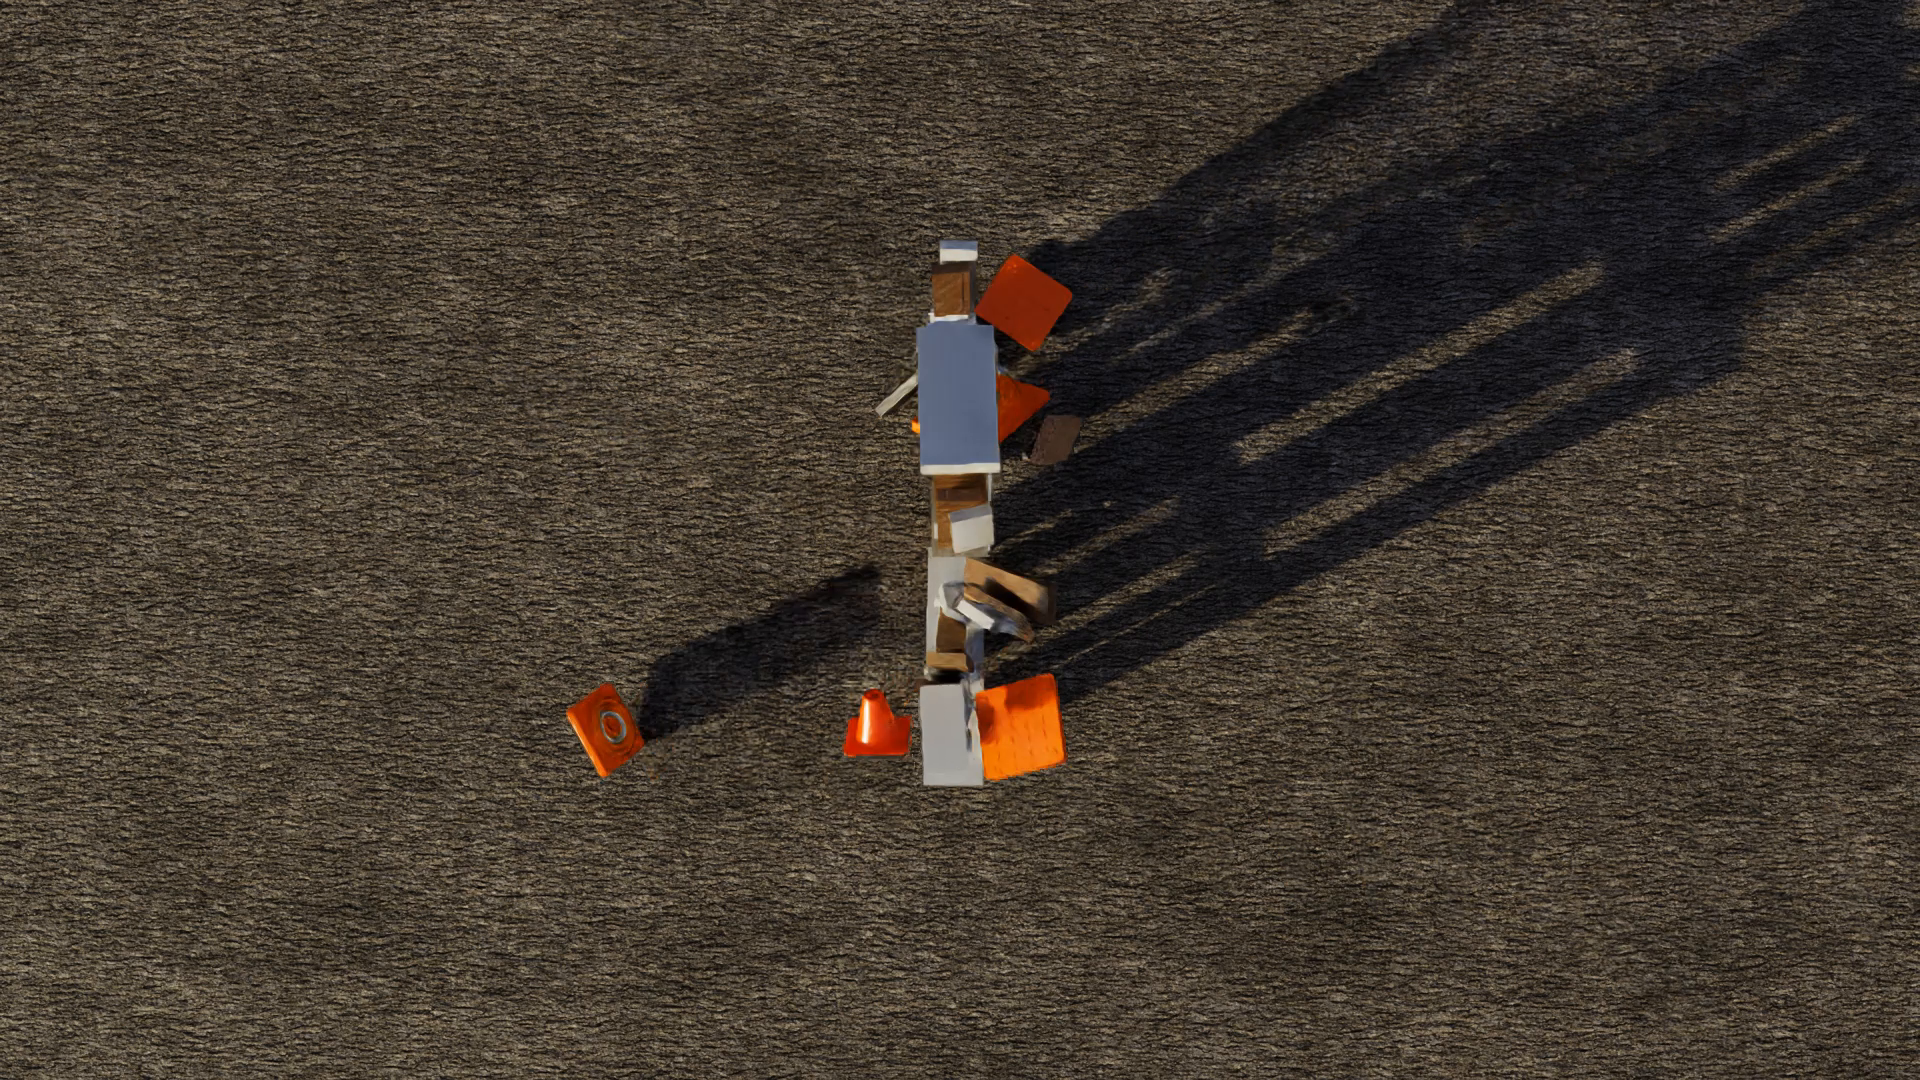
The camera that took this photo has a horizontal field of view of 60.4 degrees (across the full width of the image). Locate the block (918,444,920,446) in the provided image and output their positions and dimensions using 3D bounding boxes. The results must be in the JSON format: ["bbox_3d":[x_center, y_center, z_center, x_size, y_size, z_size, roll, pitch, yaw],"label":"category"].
[{"bbox_3d":[-0.003,-0.197,3.901,0.176,0.353,0.050,-3,90,0],"label":"block"}]

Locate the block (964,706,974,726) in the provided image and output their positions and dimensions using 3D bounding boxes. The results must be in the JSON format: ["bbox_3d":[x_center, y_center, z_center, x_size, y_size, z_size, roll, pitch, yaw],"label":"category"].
[{"bbox_3d":[-0.031,0.523,4.523,0.088,0.025,0.175,20,51,1],"label":"block"}]

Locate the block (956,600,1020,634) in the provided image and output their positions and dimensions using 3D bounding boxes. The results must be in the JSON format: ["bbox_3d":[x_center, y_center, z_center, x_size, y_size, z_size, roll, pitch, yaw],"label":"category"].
[{"bbox_3d":[0.072,0.192,4.101,0.099,0.198,0.028,33,96,21],"label":"block"}]

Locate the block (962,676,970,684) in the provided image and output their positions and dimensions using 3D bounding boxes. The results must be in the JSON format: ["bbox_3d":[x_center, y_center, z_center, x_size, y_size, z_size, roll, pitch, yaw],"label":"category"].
[{"bbox_3d":[-0.020,0.421,4.708,0.091,0.182,0.026,-8,93,1],"label":"block"}]

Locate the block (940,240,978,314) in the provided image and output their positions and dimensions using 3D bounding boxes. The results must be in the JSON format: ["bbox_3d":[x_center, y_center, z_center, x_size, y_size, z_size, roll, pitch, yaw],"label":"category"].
[{"bbox_3d":[-0.008,-0.794,5.259,0.115,0.513,0.033,2,66,0],"label":"block"}]

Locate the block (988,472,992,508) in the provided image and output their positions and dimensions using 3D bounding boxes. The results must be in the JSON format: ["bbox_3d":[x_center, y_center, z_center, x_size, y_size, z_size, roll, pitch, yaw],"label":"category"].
[{"bbox_3d":[0.006,-0.135,4.735,0.166,0.047,0.332,0,90,0],"label":"block"}]

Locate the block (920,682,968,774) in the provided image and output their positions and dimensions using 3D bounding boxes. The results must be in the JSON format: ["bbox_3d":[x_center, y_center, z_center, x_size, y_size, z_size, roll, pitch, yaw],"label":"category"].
[{"bbox_3d":[-0.042,0.478,4.195,0.110,0.031,0.221,-4,90,1],"label":"block"}]

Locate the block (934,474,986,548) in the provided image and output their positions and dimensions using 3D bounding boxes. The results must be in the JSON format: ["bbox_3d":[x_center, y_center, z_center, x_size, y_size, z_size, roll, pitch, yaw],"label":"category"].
[{"bbox_3d":[0.002,-0.110,4.095,0.126,0.036,0.252,-4,90,0],"label":"block"}]

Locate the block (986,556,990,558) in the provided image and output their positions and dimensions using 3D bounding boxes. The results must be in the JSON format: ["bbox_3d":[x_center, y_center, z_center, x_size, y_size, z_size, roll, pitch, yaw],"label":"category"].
[{"bbox_3d":[0.002,-0.120,5.116,0.178,0.050,0.356,-1,90,0],"label":"block"}]

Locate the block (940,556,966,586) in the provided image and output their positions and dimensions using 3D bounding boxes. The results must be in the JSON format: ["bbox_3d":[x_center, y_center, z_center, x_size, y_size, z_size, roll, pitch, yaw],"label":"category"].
[{"bbox_3d":[-0.016,0.121,4.709,0.079,0.022,0.158,1,90,1],"label":"block"}]

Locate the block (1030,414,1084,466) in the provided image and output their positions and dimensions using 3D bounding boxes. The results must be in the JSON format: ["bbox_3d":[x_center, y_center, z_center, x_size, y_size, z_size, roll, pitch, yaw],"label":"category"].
[{"bbox_3d":[0.296,-0.309,5.026,0.040,0.522,0.141,22,99,10],"label":"block"}]

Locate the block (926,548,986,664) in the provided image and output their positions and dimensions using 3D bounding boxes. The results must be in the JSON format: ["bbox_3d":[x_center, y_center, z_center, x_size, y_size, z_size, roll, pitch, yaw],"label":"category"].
[{"bbox_3d":[-0.011,0.194,4.902,0.172,0.049,0.344,0,90,1],"label":"block"}]

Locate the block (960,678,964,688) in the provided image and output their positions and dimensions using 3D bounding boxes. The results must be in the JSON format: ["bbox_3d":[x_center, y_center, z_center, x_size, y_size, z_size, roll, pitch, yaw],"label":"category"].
[{"bbox_3d":[-0.033,0.459,4.445,0.088,0.025,0.175,0,90,-1],"label":"block"}]

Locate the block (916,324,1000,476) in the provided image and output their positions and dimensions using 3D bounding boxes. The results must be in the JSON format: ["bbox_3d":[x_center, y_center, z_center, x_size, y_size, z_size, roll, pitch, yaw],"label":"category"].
[{"bbox_3d":[-0.005,-0.320,3.739,0.176,0.050,0.353,-2,67,1],"label":"block"}]

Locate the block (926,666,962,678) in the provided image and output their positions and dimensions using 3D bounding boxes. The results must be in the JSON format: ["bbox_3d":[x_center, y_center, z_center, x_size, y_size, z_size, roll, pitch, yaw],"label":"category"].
[{"bbox_3d":[-0.043,0.370,4.575,0.088,0.224,0.025,6,107,8],"label":"block"}]

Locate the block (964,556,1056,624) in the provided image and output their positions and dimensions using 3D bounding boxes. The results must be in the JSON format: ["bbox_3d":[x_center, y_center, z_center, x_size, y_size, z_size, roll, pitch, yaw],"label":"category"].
[{"bbox_3d":[0.129,0.129,4.345,0.028,0.319,0.100,-11,111,-41],"label":"block"}]

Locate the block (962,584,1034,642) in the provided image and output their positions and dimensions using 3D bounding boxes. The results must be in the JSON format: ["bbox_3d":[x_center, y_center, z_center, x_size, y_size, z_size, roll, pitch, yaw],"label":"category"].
[{"bbox_3d":[0.102,0.193,4.341,0.198,0.099,0.028,28,69,34],"label":"block"}]

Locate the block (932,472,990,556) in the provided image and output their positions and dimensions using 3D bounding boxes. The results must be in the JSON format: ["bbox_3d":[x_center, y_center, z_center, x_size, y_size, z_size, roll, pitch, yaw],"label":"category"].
[{"bbox_3d":[0.001,-0.107,4.387,0.151,0.043,0.302,0,90,0],"label":"block"}]

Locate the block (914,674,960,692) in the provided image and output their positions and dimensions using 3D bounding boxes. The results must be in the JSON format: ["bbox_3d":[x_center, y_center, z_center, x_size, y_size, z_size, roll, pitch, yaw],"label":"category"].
[{"bbox_3d":[-0.058,0.378,4.322,0.110,0.221,0.031,5,89,2],"label":"block"}]

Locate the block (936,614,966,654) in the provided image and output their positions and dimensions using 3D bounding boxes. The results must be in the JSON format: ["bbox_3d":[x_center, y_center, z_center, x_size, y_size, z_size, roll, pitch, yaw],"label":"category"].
[{"bbox_3d":[-0.027,0.292,4.697,0.082,0.023,0.164,1,93,3],"label":"block"}]

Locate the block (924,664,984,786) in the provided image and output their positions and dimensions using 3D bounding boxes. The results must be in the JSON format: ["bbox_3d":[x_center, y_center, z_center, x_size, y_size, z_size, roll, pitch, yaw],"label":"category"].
[{"bbox_3d":[-0.019,0.545,4.849,0.176,0.050,0.352,0,100,1],"label":"block"}]

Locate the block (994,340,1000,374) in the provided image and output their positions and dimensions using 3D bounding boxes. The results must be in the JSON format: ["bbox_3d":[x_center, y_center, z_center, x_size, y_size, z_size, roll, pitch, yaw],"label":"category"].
[{"bbox_3d":[0.002,-0.423,4.023,0.176,0.388,0.050,-21,87,0],"label":"block"}]

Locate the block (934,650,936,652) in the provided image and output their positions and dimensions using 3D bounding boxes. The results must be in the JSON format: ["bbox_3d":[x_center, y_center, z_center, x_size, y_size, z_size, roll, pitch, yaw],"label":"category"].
[{"bbox_3d":[-0.037,0.288,4.580,0.055,0.016,0.111,9,84,8],"label":"block"}]

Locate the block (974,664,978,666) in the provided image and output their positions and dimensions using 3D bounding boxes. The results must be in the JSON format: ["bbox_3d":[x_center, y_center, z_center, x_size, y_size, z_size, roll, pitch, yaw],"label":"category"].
[{"bbox_3d":[0.001,0.391,5.392,0.108,0.217,0.031,0,90,0],"label":"block"}]

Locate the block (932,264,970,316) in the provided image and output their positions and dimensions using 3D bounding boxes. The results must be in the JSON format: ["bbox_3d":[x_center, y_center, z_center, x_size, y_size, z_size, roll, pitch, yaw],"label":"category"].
[{"bbox_3d":[-0.027,-0.782,5.164,0.115,0.230,0.033,-4,64,0],"label":"block"}]

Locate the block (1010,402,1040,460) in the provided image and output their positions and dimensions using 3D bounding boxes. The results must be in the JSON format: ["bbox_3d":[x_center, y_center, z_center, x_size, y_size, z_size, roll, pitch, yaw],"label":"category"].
[{"bbox_3d":[0.219,-0.346,5.276,0.082,0.023,0.164,-34,121,-28],"label":"block"}]

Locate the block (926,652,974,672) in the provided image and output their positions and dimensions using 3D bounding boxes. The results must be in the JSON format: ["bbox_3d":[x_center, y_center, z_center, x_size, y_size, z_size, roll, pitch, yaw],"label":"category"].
[{"bbox_3d":[-0.022,0.318,4.280,0.099,0.563,0.028,3,84,3],"label":"block"}]

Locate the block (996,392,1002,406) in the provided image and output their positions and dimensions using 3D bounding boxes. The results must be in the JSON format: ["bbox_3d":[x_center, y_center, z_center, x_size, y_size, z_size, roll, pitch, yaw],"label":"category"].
[{"bbox_3d":[0.038,-0.422,5.368,0.124,0.248,0.035,11,66,-15],"label":"block"}]

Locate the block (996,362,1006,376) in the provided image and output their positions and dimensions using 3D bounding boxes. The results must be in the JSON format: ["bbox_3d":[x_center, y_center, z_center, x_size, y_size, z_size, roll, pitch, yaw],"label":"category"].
[{"bbox_3d":[0.071,-0.586,5.291,0.164,0.082,0.023,38,81,-13],"label":"block"}]

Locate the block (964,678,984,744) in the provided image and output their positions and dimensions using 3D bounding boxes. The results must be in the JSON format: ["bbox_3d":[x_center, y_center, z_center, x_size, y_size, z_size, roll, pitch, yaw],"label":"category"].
[{"bbox_3d":[-0.001,0.484,4.606,0.091,0.026,0.182,-15,95,5],"label":"block"}]

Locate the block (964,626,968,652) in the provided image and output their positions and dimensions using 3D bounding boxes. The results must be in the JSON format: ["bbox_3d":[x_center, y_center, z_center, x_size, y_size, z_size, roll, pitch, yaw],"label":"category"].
[{"bbox_3d":[-0.009,0.257,4.645,0.055,0.016,0.118,1,61,5],"label":"block"}]

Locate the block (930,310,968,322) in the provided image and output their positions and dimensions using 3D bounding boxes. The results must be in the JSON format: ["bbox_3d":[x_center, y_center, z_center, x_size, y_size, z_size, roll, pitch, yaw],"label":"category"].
[{"bbox_3d":[-0.034,-0.624,5.349,0.124,0.035,0.248,1,118,4],"label":"block"}]

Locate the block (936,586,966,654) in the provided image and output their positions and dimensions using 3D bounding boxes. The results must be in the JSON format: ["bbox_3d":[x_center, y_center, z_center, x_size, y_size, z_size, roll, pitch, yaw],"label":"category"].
[{"bbox_3d":[-0.020,0.215,4.467,0.074,0.477,0.021,3,108,1],"label":"block"}]

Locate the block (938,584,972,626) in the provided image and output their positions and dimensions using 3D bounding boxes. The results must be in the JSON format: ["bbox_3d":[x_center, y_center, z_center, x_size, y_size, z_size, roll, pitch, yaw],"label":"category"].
[{"bbox_3d":[-0.015,0.173,4.433,0.074,0.149,0.021,26,108,-17],"label":"block"}]

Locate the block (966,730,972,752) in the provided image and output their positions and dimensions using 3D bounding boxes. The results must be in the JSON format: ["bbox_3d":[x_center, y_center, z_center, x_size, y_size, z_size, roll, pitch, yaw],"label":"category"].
[{"bbox_3d":[-0.025,0.524,4.322,0.110,0.221,0.031,1,90,0],"label":"block"}]

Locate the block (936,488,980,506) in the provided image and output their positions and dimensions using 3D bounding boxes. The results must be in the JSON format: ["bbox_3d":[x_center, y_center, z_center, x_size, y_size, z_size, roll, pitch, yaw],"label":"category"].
[{"bbox_3d":[-0.002,-0.102,3.976,0.100,0.201,0.028,-2,88,1],"label":"block"}]

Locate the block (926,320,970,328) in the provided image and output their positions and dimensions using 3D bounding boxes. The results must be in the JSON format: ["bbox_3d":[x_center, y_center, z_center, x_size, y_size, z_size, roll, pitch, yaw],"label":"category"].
[{"bbox_3d":[-0.025,-0.490,4.352,0.111,0.244,0.031,-4,59,1],"label":"block"}]

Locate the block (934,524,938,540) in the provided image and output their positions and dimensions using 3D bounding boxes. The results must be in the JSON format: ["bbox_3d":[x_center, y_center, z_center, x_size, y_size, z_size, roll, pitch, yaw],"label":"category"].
[{"bbox_3d":[0.001,-0.021,4.239,0.126,0.252,0.036,-1,89,0],"label":"block"}]

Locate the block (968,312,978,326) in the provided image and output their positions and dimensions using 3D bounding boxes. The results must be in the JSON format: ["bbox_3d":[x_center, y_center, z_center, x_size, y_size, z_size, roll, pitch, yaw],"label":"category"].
[{"bbox_3d":[-0.006,-0.628,5.408,0.124,0.035,0.248,1,127,3],"label":"block"}]

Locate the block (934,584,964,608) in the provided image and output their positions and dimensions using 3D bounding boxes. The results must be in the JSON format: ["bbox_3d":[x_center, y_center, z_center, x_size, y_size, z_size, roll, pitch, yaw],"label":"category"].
[{"bbox_3d":[-0.008,0.158,4.578,0.074,0.149,0.021,9,109,19],"label":"block"}]

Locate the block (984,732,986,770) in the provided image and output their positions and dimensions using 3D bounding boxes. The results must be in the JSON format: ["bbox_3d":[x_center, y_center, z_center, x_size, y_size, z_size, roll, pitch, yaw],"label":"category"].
[{"bbox_3d":[-0.006,0.660,5.198,0.176,0.600,0.050,0,90,1],"label":"block"}]

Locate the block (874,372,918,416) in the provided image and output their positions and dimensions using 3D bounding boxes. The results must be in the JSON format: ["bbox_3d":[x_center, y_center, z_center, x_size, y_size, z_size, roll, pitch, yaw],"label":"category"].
[{"bbox_3d":[-0.167,-0.490,5.357,0.230,0.115,0.033,-38,87,32],"label":"block"}]

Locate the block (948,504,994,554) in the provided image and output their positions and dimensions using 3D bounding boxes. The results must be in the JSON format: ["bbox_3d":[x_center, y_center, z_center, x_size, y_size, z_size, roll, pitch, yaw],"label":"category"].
[{"bbox_3d":[0.028,-0.027,3.976,0.100,0.201,0.028,-13,69,-3],"label":"block"}]
